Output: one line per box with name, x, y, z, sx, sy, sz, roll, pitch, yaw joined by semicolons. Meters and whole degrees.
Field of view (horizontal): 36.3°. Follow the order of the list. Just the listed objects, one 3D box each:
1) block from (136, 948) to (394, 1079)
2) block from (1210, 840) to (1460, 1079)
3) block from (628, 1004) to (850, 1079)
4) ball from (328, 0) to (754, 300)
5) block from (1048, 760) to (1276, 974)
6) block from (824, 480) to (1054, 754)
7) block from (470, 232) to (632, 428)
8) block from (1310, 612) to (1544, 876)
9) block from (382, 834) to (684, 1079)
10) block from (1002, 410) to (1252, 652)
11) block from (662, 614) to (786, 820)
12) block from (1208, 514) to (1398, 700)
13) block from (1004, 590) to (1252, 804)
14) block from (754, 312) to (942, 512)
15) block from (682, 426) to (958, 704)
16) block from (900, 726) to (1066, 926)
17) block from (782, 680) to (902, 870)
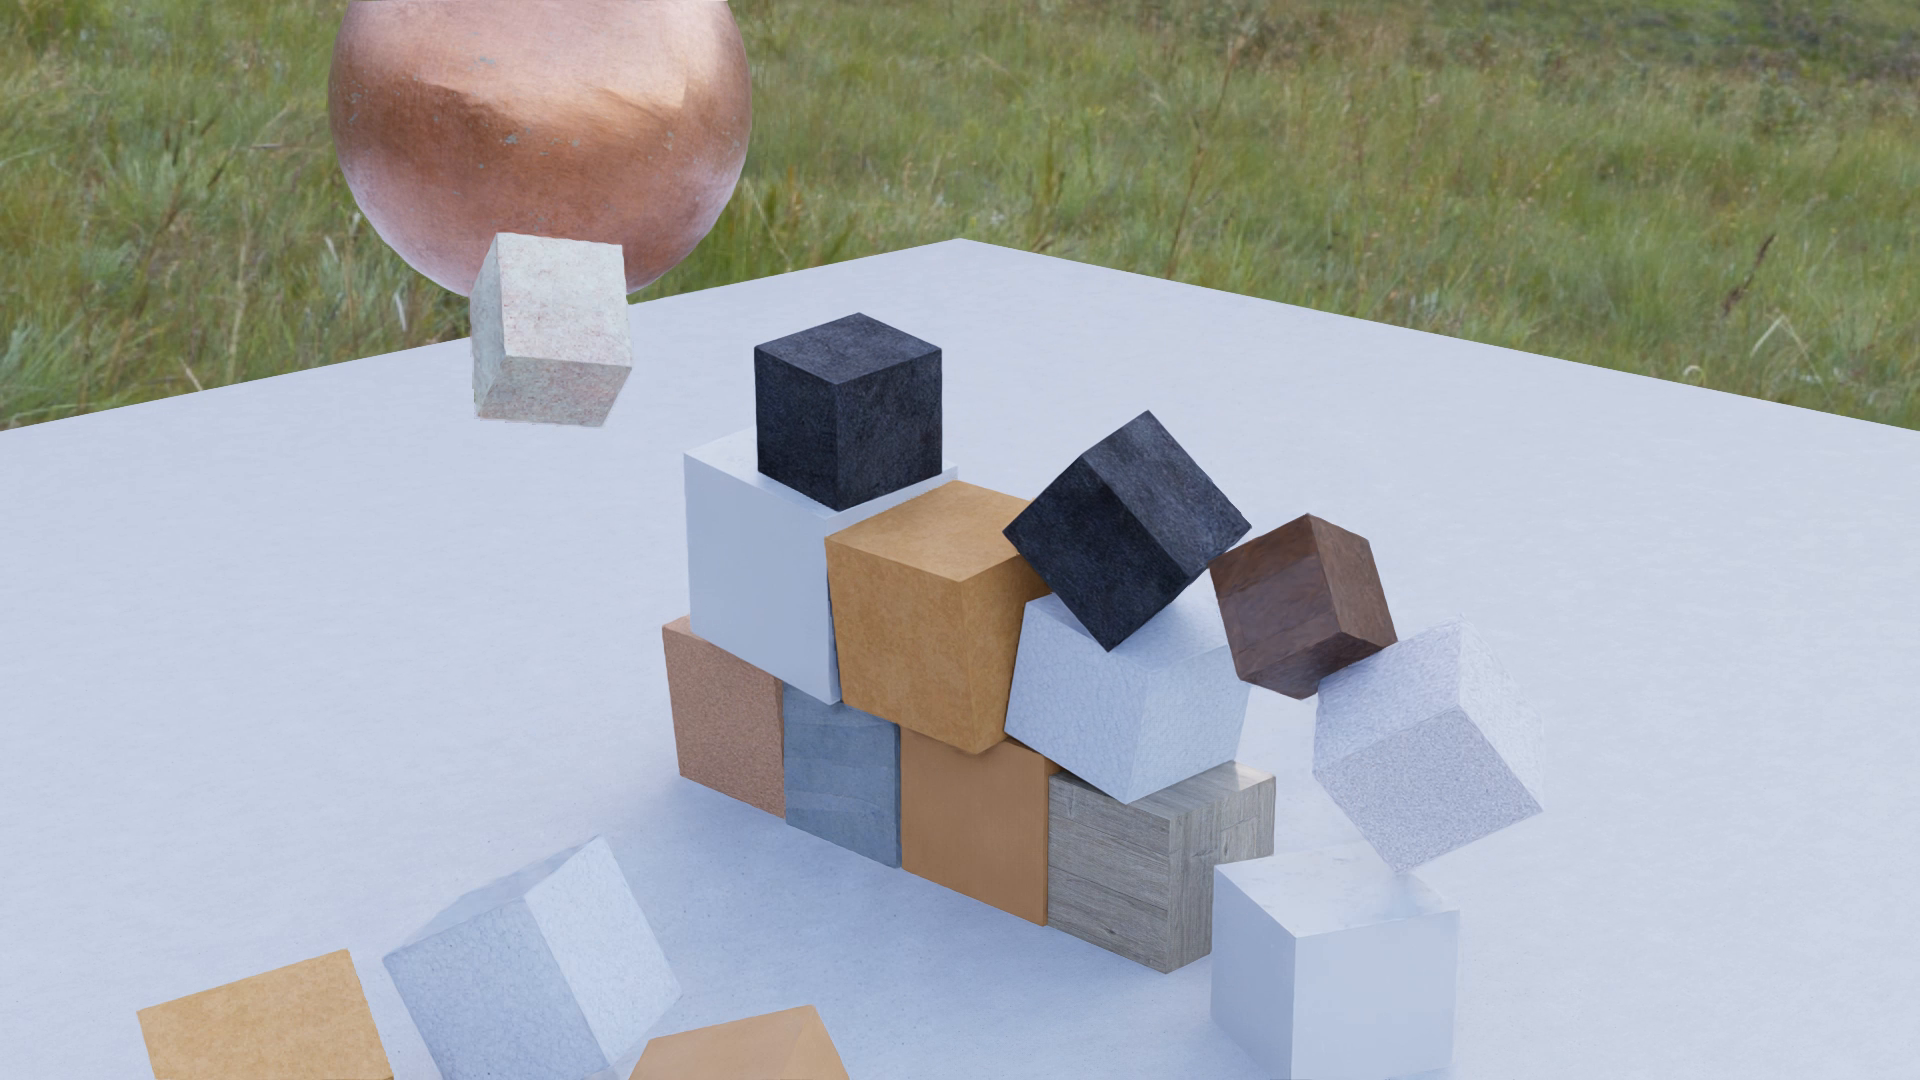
block;-2.389;2.010;10.297;0.749;0.715;0.656;-15;40;-17
block;1.493;1.706;11.772;0.716;0.682;0.728;-7;19;-20
block;-0.698;2.017;9.590;0.623;0.676;0.579;-15;22;21
ball;-1.588;-1.664;11.154;1.600;1.600;1.600;0;17;0
block;0.880;1.361;12.831;0.702;0.709;0.694;-17;24;-42
block;0.027;0.326;13.144;0.823;0.818;0.867;-25;29;-38
block;-1.377;-0.702;9.834;0.429;0.482;0.395;4;-30;-22
block;1.867;0.812;11.672;0.675;0.614;0.594;-28;26;27
block;-1.618;1.667;11.192;0.658;0.711;0.745;-25;4;20
block;0.710;-0.044;12.384;0.674;0.544;0.658;49;34;5
block;-0.874;0.767;14.416;0.747;0.815;0.824;-24;29;-39
block;1.403;0.278;11.952;0.496;0.527;0.491;-27;-28;29
block;0.749;0.613;12.729;0.719;0.636;0.742;29;32;36
block;-0.504;-0.587;13.305;0.617;0.619;0.580;-22;34;-37
block;-0.650;0.048;13.787;0.820;0.947;0.990;-23;35;-39
block;0.315;1.143;13.357;0.891;0.809;0.762;17;24;42
block;-0.275;1.004;13.939;0.822;0.726;0.764;-17;24;-42
